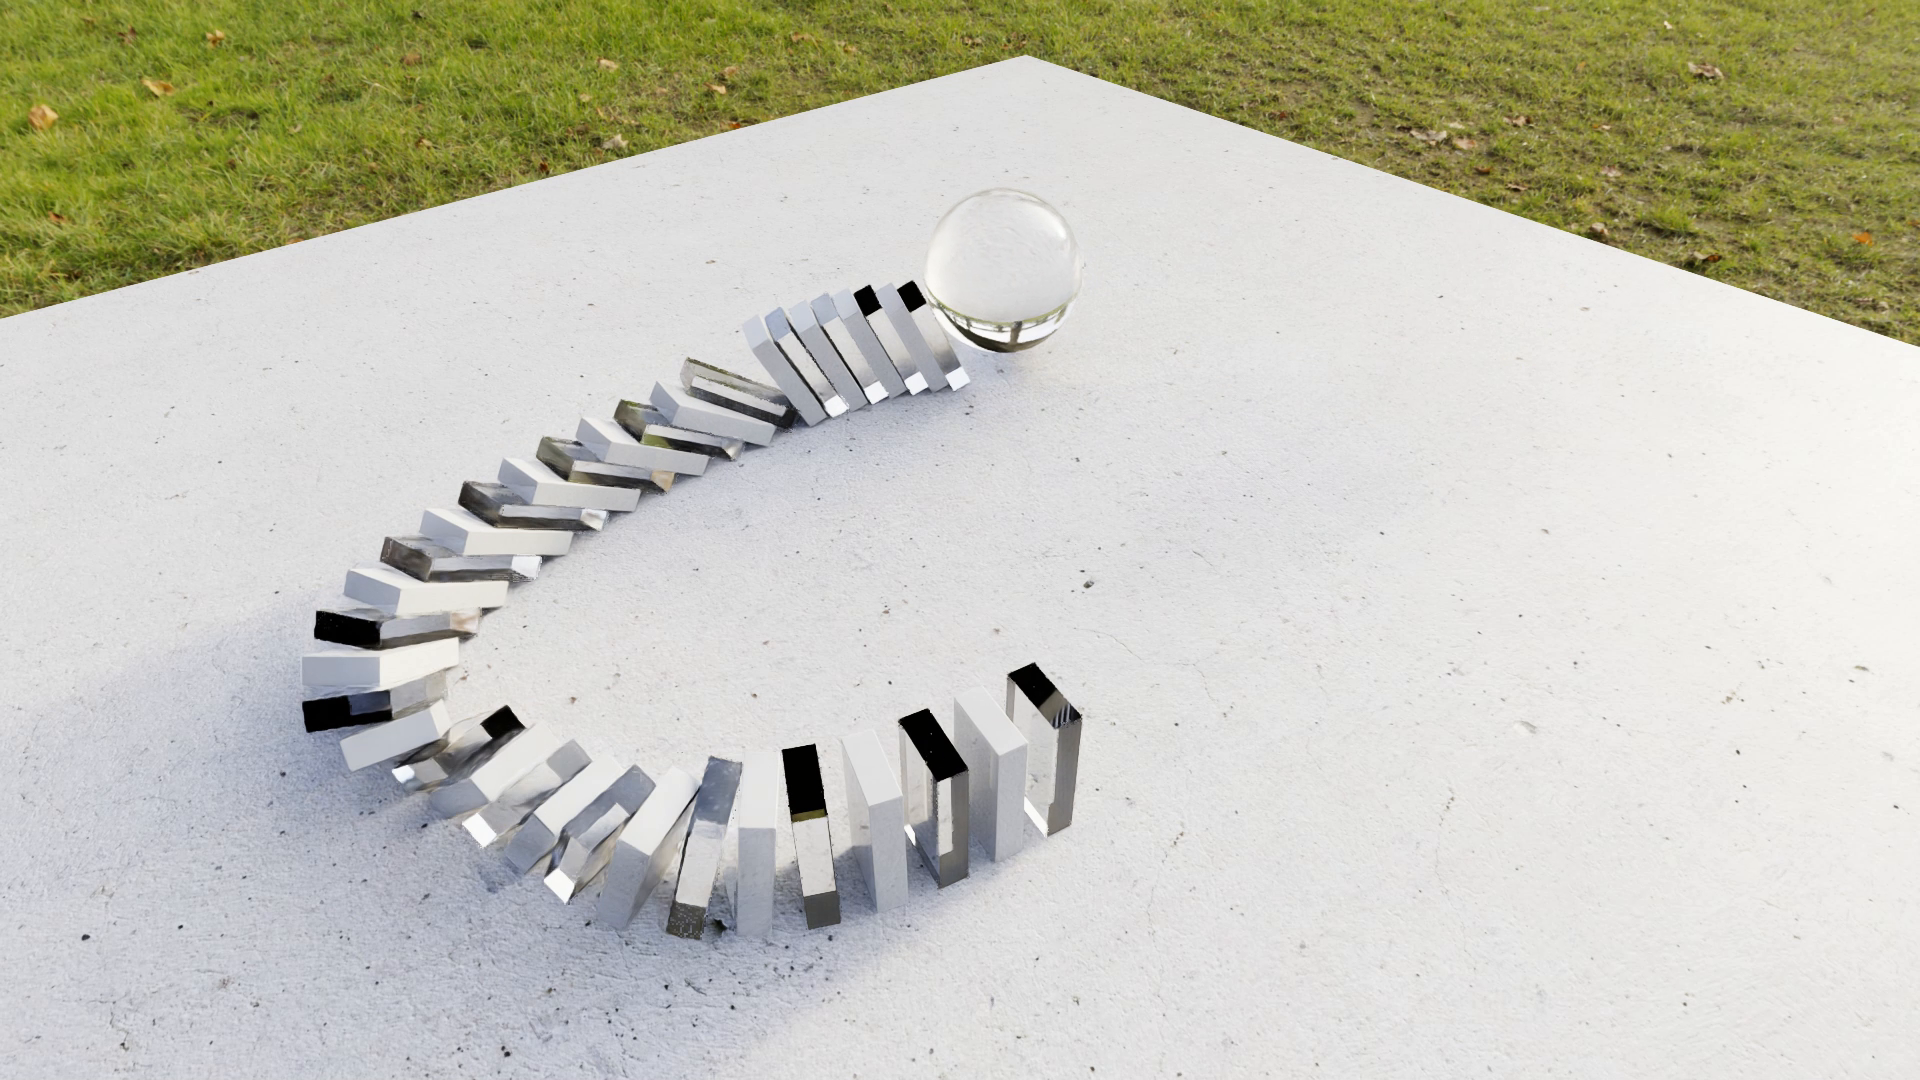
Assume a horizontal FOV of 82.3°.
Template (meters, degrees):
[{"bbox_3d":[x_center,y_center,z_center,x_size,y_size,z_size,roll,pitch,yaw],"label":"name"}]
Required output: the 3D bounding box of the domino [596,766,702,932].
[{"bbox_3d":[-0.087,0.087,0.306,0.009,0.050,0.025,30,44,1],"label":"domino"}]

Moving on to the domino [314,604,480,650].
[{"bbox_3d":[-0.196,0.029,0.386,0.025,0.010,0.050,8,4,12],"label":"domino"}]

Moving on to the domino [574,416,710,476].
[{"bbox_3d":[-0.136,-0.040,0.472,0.025,0.010,0.050,34,17,35],"label":"domino"}]

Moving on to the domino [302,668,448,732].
[{"bbox_3d":[-0.188,0.051,0.357,0.025,0.009,0.050,-8,2,-7],"label":"domino"}]

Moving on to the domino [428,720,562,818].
[{"bbox_3d":[-0.141,0.070,0.333,0.050,0.010,0.025,-25,14,49],"label":"domino"}]

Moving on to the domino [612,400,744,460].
[{"bbox_3d":[-0.123,-0.048,0.482,0.050,0.010,0.025,7,24,-50],"label":"domino"}]

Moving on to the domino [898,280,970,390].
[{"bbox_3d":[-0.013,-0.099,0.533,0.010,0.050,0.025,-29,42,4],"label":"domino"}]

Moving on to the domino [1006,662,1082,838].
[{"bbox_3d":[0.024,0.064,0.333,0.009,0.050,0.025,-20,44,-23],"label":"domino"}]

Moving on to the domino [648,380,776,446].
[{"bbox_3d":[-0.110,-0.056,0.491,0.050,0.010,0.025,10,24,-45],"label":"domino"}]

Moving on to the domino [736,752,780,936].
[{"bbox_3d":[-0.056,0.085,0.307,0.009,0.050,0.025,3,39,-9],"label":"domino"}]

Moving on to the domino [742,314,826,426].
[{"bbox_3d":[-0.081,-0.078,0.507,0.009,0.050,0.025,-32,42,3],"label":"domino"}]

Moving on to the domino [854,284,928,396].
[{"bbox_3d":[-0.033,-0.096,0.529,0.009,0.050,0.025,-29,42,4],"label":"domino"}]

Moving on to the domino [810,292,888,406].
[{"bbox_3d":[-0.052,-0.091,0.523,0.009,0.050,0.025,-29,42,4],"label":"domino"}]

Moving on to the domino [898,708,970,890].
[{"bbox_3d":[-0.008,0.076,0.319,0.009,0.050,0.025,-18,43,-21],"label":"domino"}]

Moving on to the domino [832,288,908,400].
[{"bbox_3d":[-0.043,-0.094,0.527,0.010,0.050,0.025,-29,42,4],"label":"domino"}]

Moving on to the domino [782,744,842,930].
[{"bbox_3d":[-0.042,0.084,0.309,0.009,0.050,0.025,-8,40,-10],"label":"domino"}]

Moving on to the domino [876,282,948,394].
[{"bbox_3d":[-0.023,-0.097,0.531,0.010,0.050,0.025,-29,42,4],"label":"domino"}]

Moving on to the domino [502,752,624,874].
[{"bbox_3d":[-0.114,0.079,0.318,0.009,0.050,0.025,48,50,-1],"label":"domino"}]

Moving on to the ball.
[{"bbox_3d":[0.021,-0.134,0.551,0.080,0.080,0.080,0,39,0],"label":"ball"}]

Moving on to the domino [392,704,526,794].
[{"bbox_3d":[-0.156,0.065,0.340,0.050,0.009,0.025,-20,17,48],"label":"domino"}]

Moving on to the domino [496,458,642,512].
[{"bbox_3d":[-0.159,-0.022,0.450,0.025,0.010,0.050,29,14,31],"label":"domino"}]

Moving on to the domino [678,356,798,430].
[{"bbox_3d":[-0.101,-0.067,0.503,0.050,0.009,0.025,17,21,-30],"label":"domino"}]

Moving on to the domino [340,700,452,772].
[{"bbox_3d":[-0.176,0.060,0.346,0.025,0.009,0.050,-20,3,-22],"label":"domino"}]

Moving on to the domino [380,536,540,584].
[{"bbox_3d":[-0.187,0.007,0.413,0.025,0.010,0.050,20,8,22],"label":"domino"}]

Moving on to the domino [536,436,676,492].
[{"bbox_3d":[-0.148,-0.031,0.461,0.025,0.009,0.050,32,16,33],"label":"domino"}]

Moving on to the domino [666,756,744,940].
[{"bbox_3d":[-0.071,0.086,0.306,0.010,0.050,0.025,14,39,-7],"label":"domino"}]

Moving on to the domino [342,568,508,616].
[{"bbox_3d":[-0.193,0.018,0.400,0.025,0.009,0.050,16,6,19],"label":"domino"}]

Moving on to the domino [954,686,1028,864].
[{"bbox_3d":[0.009,0.070,0.326,0.010,0.050,0.025,-20,43,-23],"label":"domino"}]

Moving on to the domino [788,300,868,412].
[{"bbox_3d":[-0.062,-0.086,0.517,0.010,0.050,0.025,-30,42,4],"label":"domino"}]

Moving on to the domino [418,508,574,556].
[{"bbox_3d":[-0.179,-0.003,0.426,0.025,0.009,0.050,22,9,24],"label":"domino"}]

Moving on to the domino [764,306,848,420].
[{"bbox_3d":[-0.072,-0.082,0.513,0.010,0.050,0.025,-32,42,4],"label":"domino"}]

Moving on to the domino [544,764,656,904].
[{"bbox_3d":[-0.102,0.084,0.310,0.010,0.050,0.025,43,50,5],"label":"domino"}]

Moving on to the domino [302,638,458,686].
[{"bbox_3d":[-0.194,0.041,0.371,0.025,0.009,0.050,0,2,2],"label":"domino"}]

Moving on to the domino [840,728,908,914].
[{"bbox_3d":[-0.024,0.081,0.313,0.009,0.050,0.025,-14,41,-17],"label":"domino"}]

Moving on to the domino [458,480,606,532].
[{"bbox_3d":[-0.170,-0.013,0.439,0.025,0.010,0.050,26,12,28],"label":"domino"}]

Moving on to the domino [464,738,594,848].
[{"bbox_3d":[-0.128,0.075,0.325,0.010,0.050,0.025,52,50,-6],"label":"domino"}]
